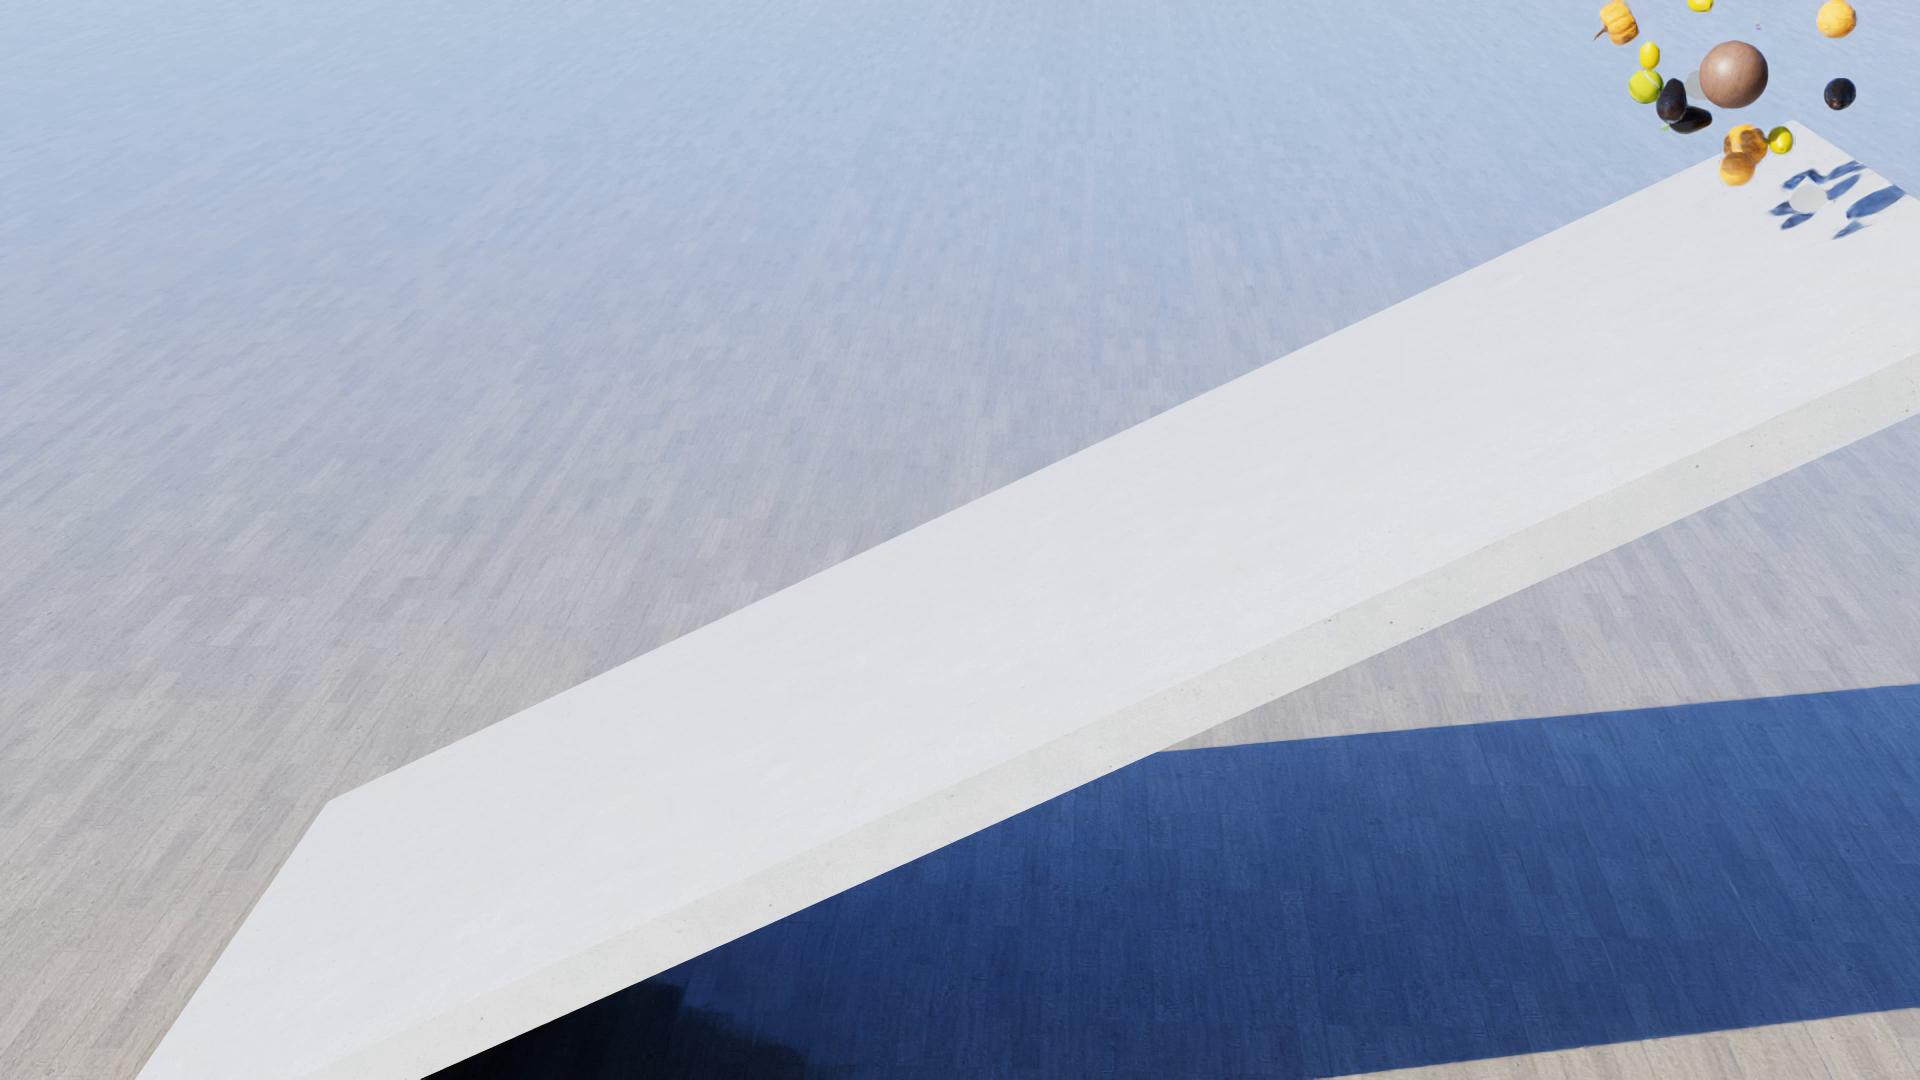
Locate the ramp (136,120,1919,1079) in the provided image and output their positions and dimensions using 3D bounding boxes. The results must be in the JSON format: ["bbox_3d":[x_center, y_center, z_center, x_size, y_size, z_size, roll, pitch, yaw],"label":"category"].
[{"bbox_3d":[0.138,0.168,6.281,4.000,0.100,2.000,-25,14,10],"label":"ramp"}]

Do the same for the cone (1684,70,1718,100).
[{"bbox_3d":[1.517,-0.947,6.028,0.067,0.067,0.067,2,32,8],"label":"cone"}]
